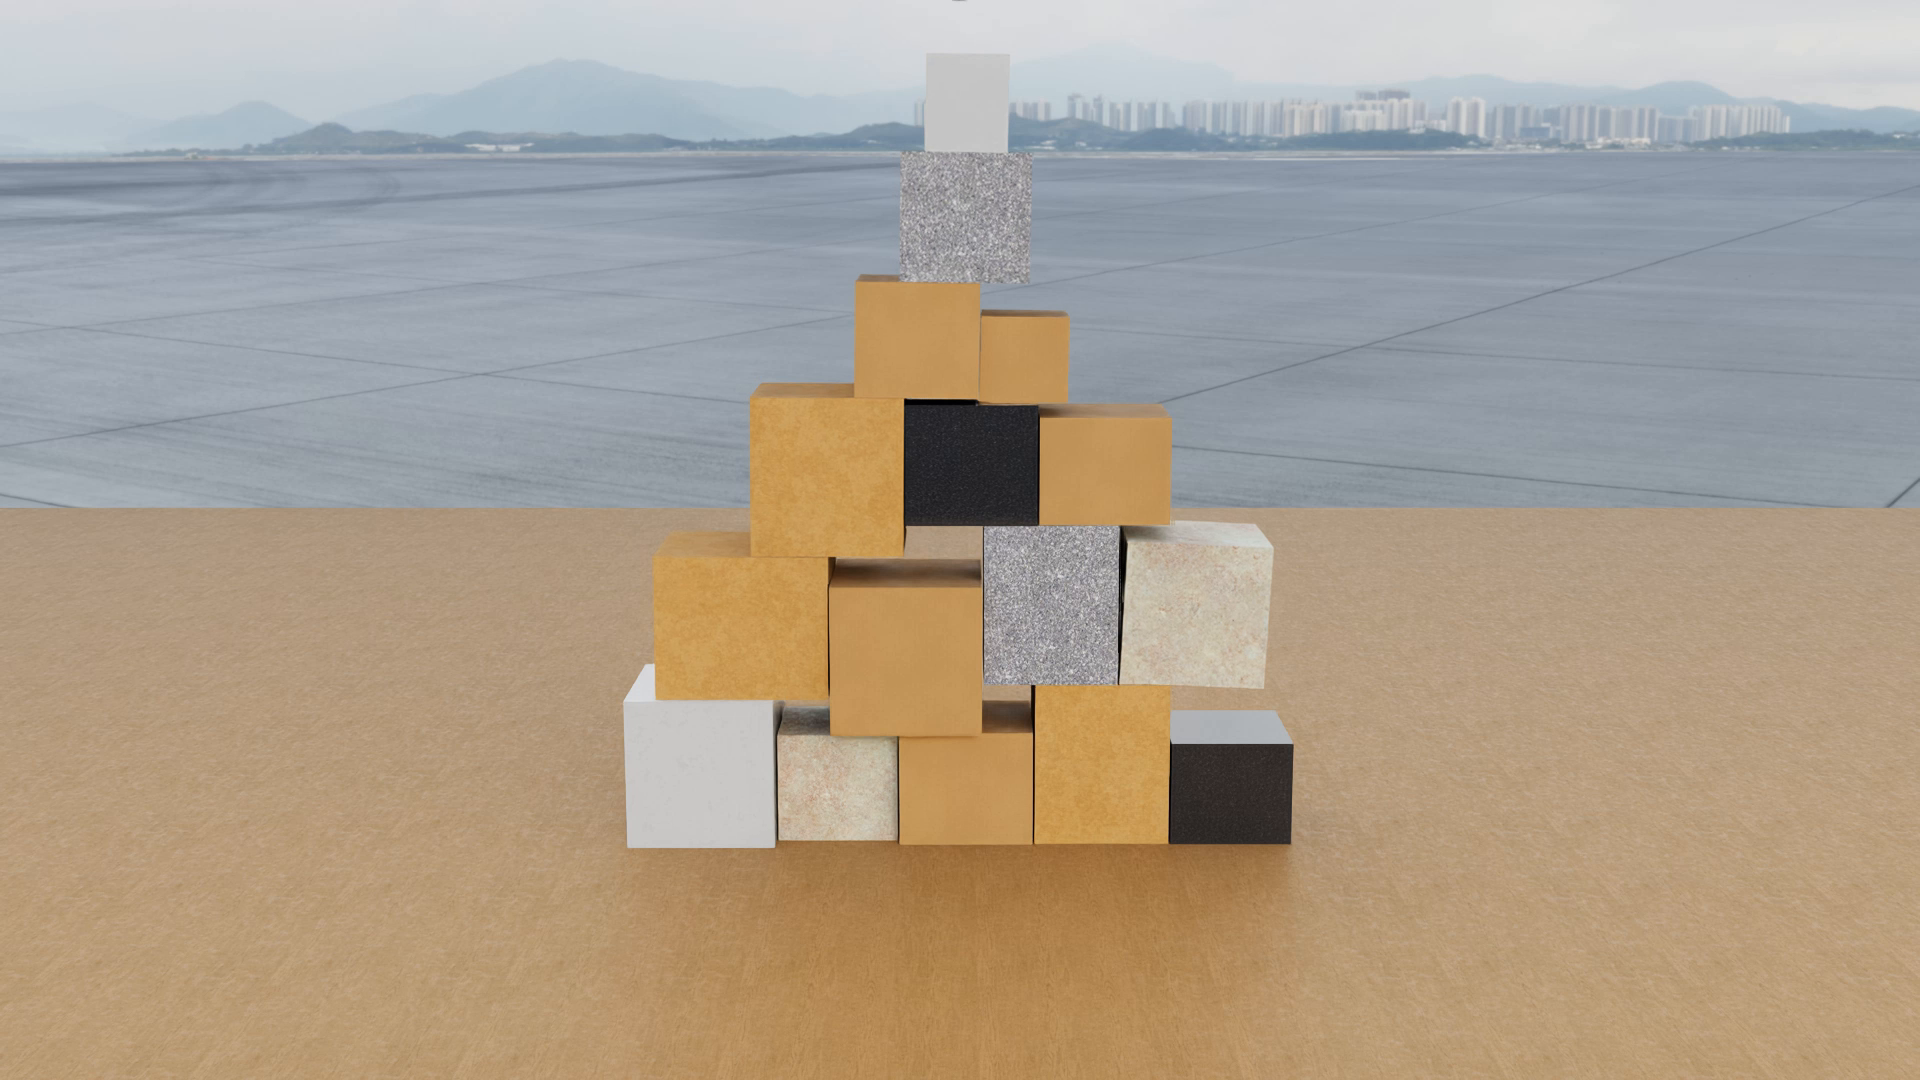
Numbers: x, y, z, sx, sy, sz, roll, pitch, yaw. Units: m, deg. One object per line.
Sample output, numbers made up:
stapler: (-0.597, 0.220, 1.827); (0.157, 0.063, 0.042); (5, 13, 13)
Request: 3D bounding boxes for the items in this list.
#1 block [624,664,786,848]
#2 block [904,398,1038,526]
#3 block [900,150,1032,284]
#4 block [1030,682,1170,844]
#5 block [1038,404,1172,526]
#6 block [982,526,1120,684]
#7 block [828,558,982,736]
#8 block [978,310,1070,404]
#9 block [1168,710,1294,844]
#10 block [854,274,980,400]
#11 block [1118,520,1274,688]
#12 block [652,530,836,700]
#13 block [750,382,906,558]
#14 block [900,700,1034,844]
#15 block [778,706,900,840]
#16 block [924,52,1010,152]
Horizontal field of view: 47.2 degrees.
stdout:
block: (-1.301, 1.105, 11.374); (0.741, 0.757, 0.790); (0, 10, 0)
block: (0.054, -0.420, 11.100); (0.656, 0.599, 0.646); (0, 10, 0)
block: (0.026, -1.605, 10.889); (0.632, 0.625, 0.554); (1, 10, 0)
block: (0.714, 1.069, 11.383); (0.676, 0.825, 0.685); (0, 10, 0)
block: (0.714, -0.390, 11.116); (0.648, 0.532, 0.607); (0, 10, 0)
block: (0.452, 0.268, 11.236); (0.666, 0.804, 0.675); (0, 10, 0)
block: (-0.268, 0.537, 11.262); (0.755, 0.754, 0.758); (0, 10, 0)
block: (0.313, -0.922, 11.000); (0.441, 0.422, 0.443); (1, 10, 0)
block: (1.367, 1.220, 11.387); (0.610, 0.525, 0.660); (0, 10, 0)
block: (-0.209, -1.021, 10.977); (0.606, 0.563, 0.590); (1, 10, 0)
block: (1.172, 0.315, 11.249); (0.722, 0.717, 0.684); (3, 10, 0)
block: (-1.083, 0.375, 11.246); (0.862, 0.721, 0.725); (0, 10, 0)
block: (-0.653, -0.364, 11.118); (0.752, 0.787, 0.672); (0, 10, 0)
block: (0.030, 1.194, 11.380); (0.671, 0.580, 0.659); (0, 10, 0)
block: (-0.618, 1.203, 11.409); (0.606, 0.550, 0.582); (0, 10, 0)
block: (0.034, -2.139, 10.785); (0.402, 0.465, 0.444); (1, 10, 0)
